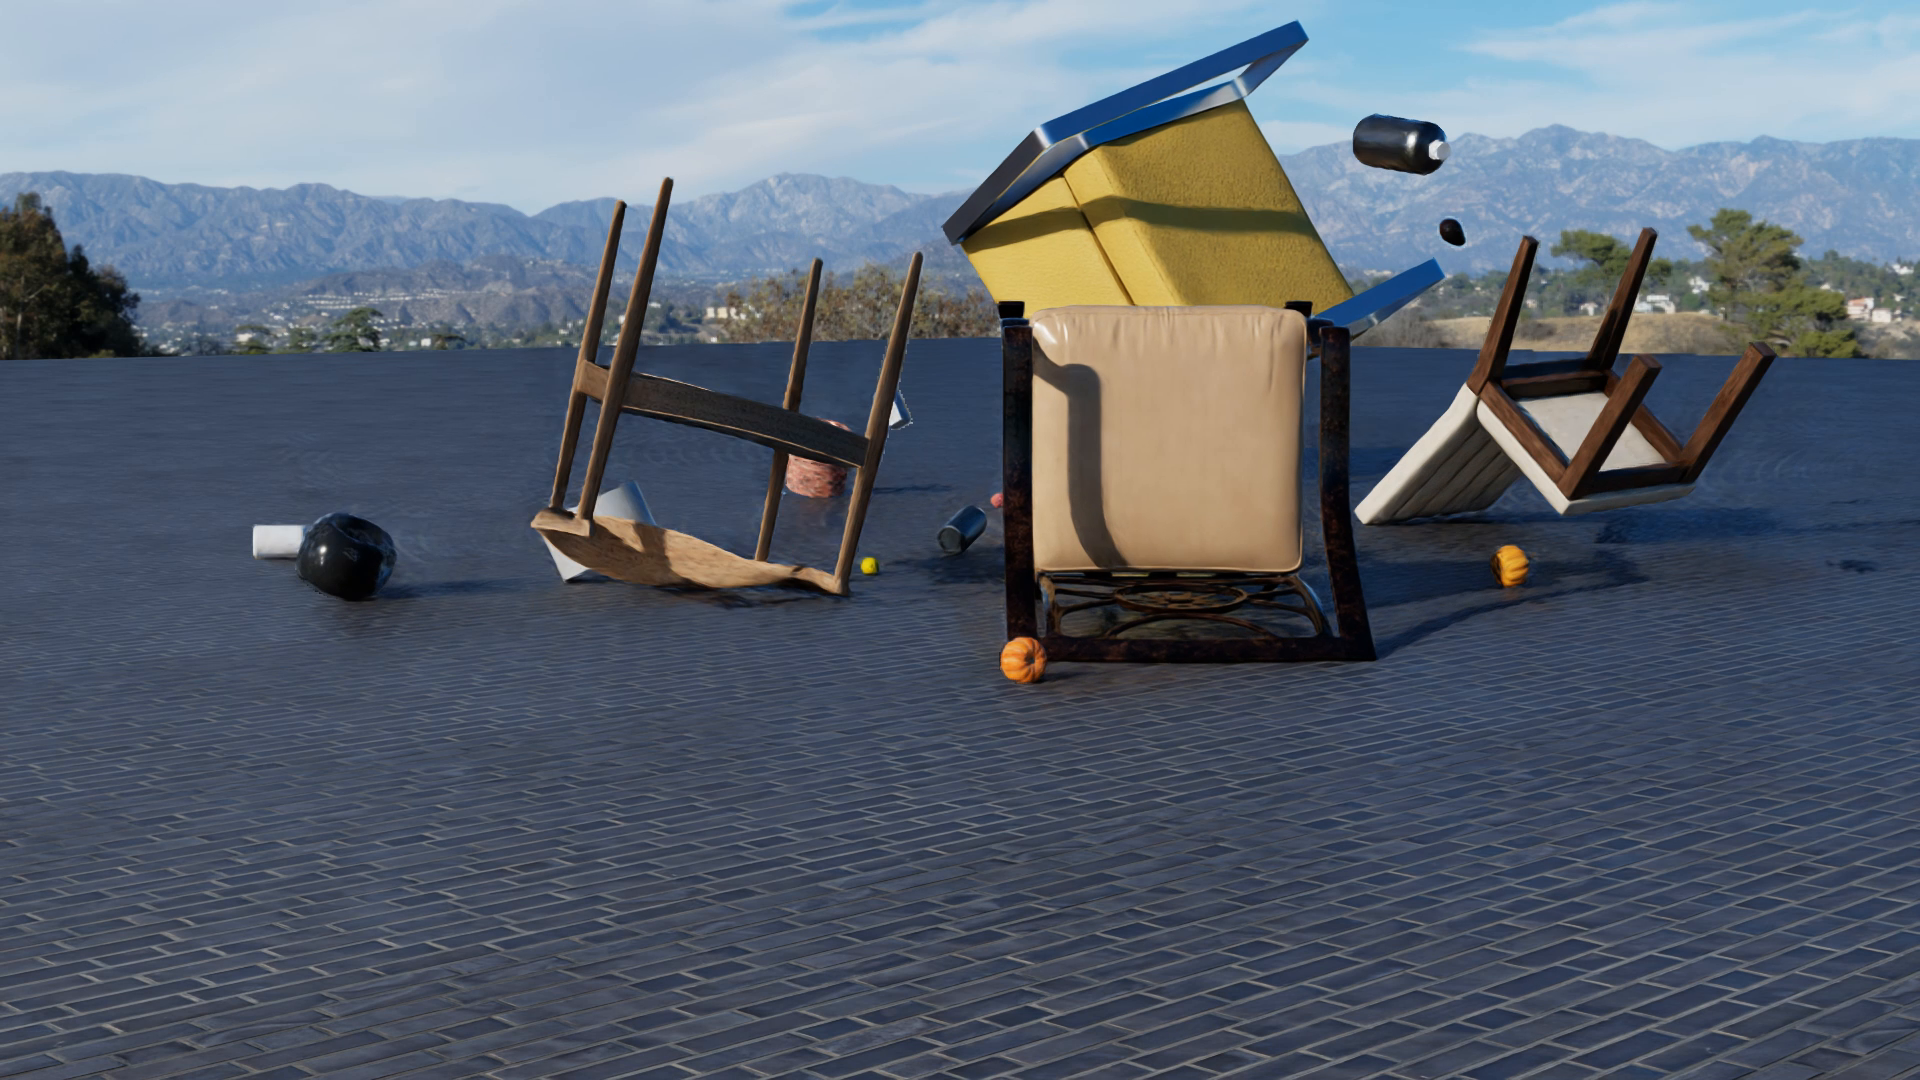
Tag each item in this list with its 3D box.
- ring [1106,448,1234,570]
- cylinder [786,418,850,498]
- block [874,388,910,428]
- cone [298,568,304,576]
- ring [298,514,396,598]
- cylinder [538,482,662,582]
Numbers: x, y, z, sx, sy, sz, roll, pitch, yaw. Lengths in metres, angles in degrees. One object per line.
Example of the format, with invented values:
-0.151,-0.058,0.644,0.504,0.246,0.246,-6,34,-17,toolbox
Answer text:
0.462,-0.065,5.652,0.271,0.379,0.092,29,50,-3,ring
-0.425,-0.246,7.671,0.181,0.185,0.172,11,24,10,cylinder
-0.185,-0.360,7.026,0.048,0.094,0.066,-27,-10,18,block
-1.383,0.068,5.611,0.108,0.061,0.107,19,-6,-24,cone
-1.255,0.034,5.257,0.186,0.127,0.244,30,10,4,ring
-0.779,-0.019,5.552,0.232,0.132,0.159,-25,1,-11,cylinder
